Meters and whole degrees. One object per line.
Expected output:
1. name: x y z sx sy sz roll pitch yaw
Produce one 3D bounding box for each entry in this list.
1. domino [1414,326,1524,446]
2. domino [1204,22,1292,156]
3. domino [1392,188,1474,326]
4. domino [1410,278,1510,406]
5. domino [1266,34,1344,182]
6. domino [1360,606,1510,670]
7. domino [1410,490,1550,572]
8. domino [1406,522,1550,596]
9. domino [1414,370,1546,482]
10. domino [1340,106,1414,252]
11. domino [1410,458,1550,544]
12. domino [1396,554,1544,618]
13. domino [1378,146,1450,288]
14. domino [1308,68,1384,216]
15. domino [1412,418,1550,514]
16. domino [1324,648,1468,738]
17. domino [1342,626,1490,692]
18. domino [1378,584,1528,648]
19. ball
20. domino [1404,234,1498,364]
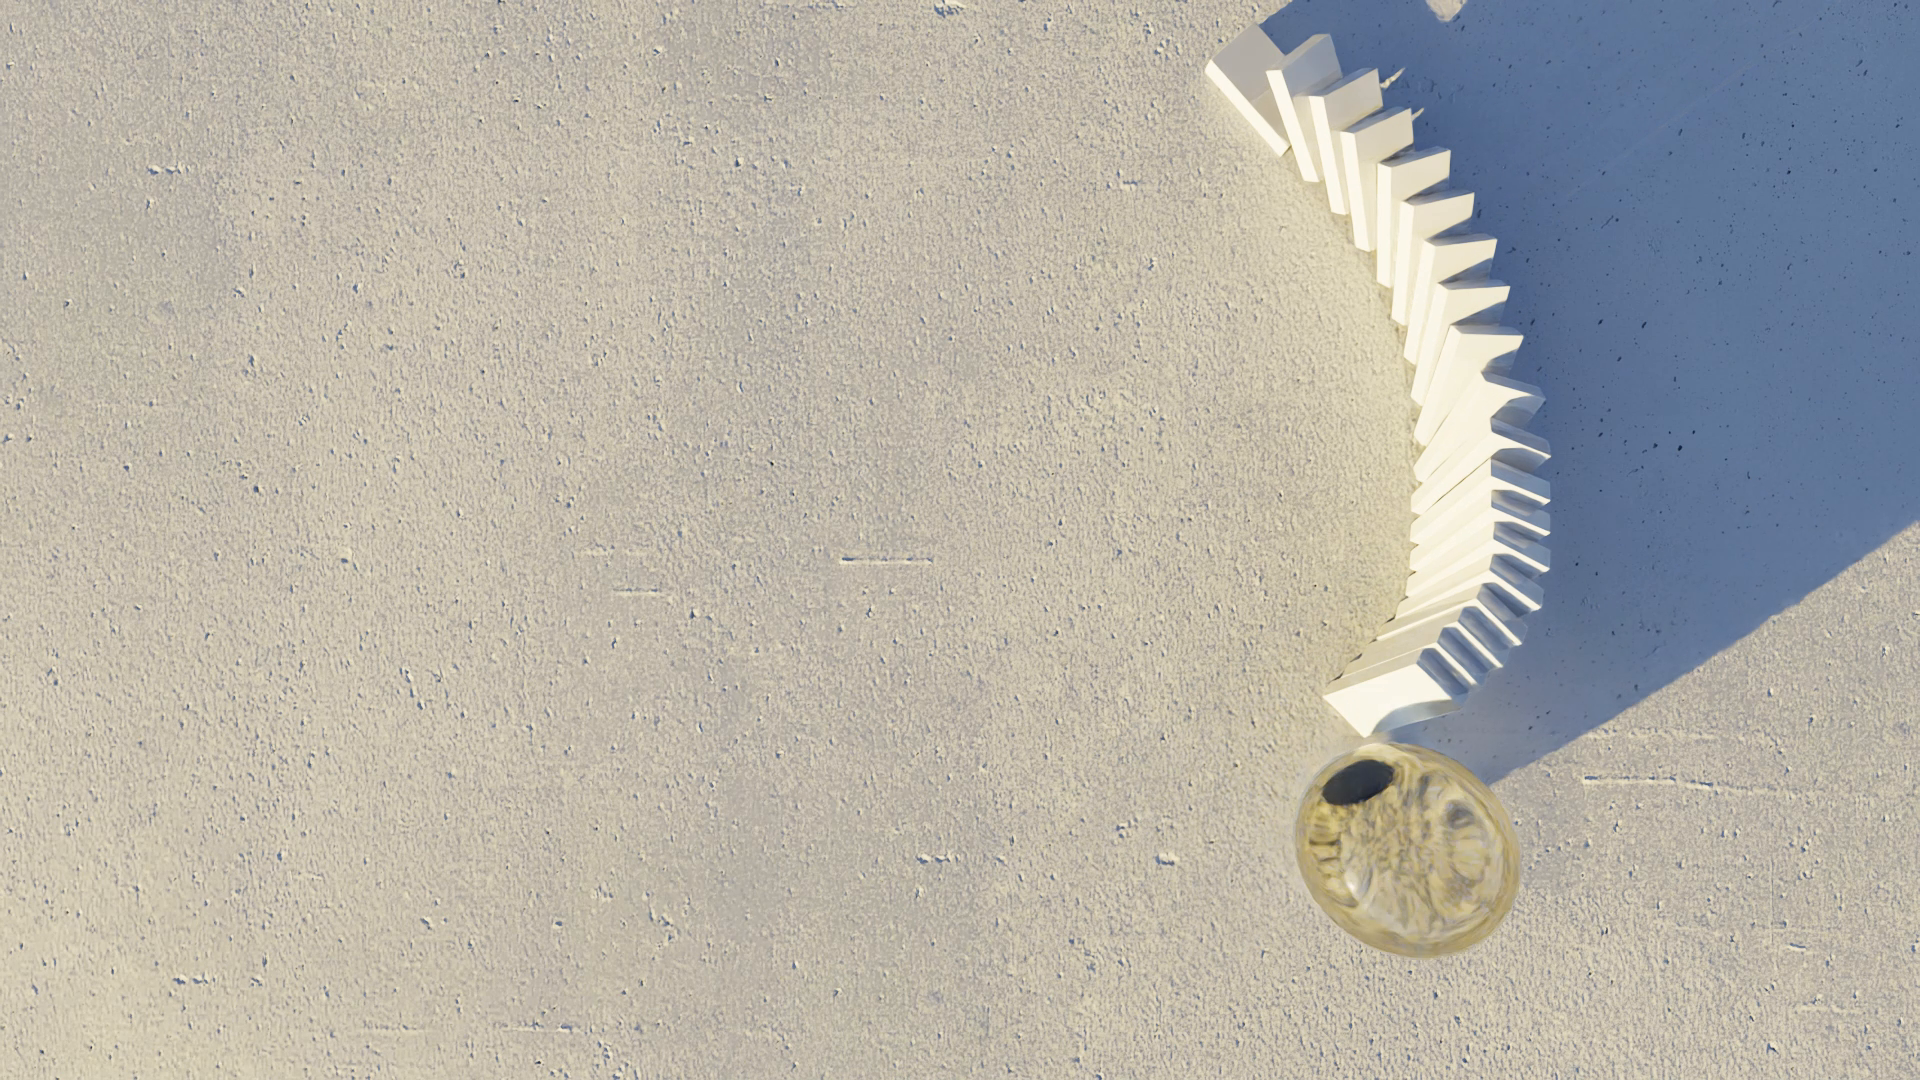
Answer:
1. domino: 0.211 -0.064 0.382 0.025 0.009 0.050 2 124 0
2. domino: 0.133 -0.194 0.395 0.025 0.010 0.050 -42 90 0
3. domino: 0.197 -0.118 0.382 0.025 0.009 0.050 -13 123 0
4. domino: 0.208 -0.082 0.383 0.025 0.010 0.050 -4 123 0
5. domino: 0.149 -0.180 0.383 0.025 0.009 0.050 -37 122 -1
6. domino: 0.194 0.047 0.377 0.025 0.050 0.009 44 56 0
7. domino: 0.212 0.001 0.376 0.025 0.050 0.009 23 57 0
8. domino: 0.211 0.014 0.376 0.025 0.050 0.009 27 57 -1
9. domino: 0.214 -0.044 0.380 0.025 0.009 0.050 16 130 0
10. domino: 0.176 -0.150 0.383 0.025 0.009 0.050 -24 121 0
11. domino: 0.212 -0.011 0.376 0.025 0.050 0.009 22 57 0
12. domino: 0.208 0.027 0.376 0.025 0.050 0.010 35 57 -1
13. domino: 0.189 -0.134 0.382 0.025 0.010 0.050 -17 123 0
14. domino: 0.164 -0.166 0.383 0.025 0.010 0.050 -28 121 -1
15. domino: 0.213 -0.026 0.378 0.025 0.050 0.009 22 51 0
16. domino: 0.178 0.064 0.377 0.025 0.050 0.009 44 56 0
17. domino: 0.186 0.055 0.377 0.025 0.050 0.010 44 56 0
18. domino: 0.201 0.038 0.377 0.025 0.050 0.010 44 56 0
19. ball: 0.173 0.120 0.360 0.080 0.080 0.080 0 90 0
20. domino: 0.204 -0.100 0.382 0.025 0.009 0.050 -7 123 0
